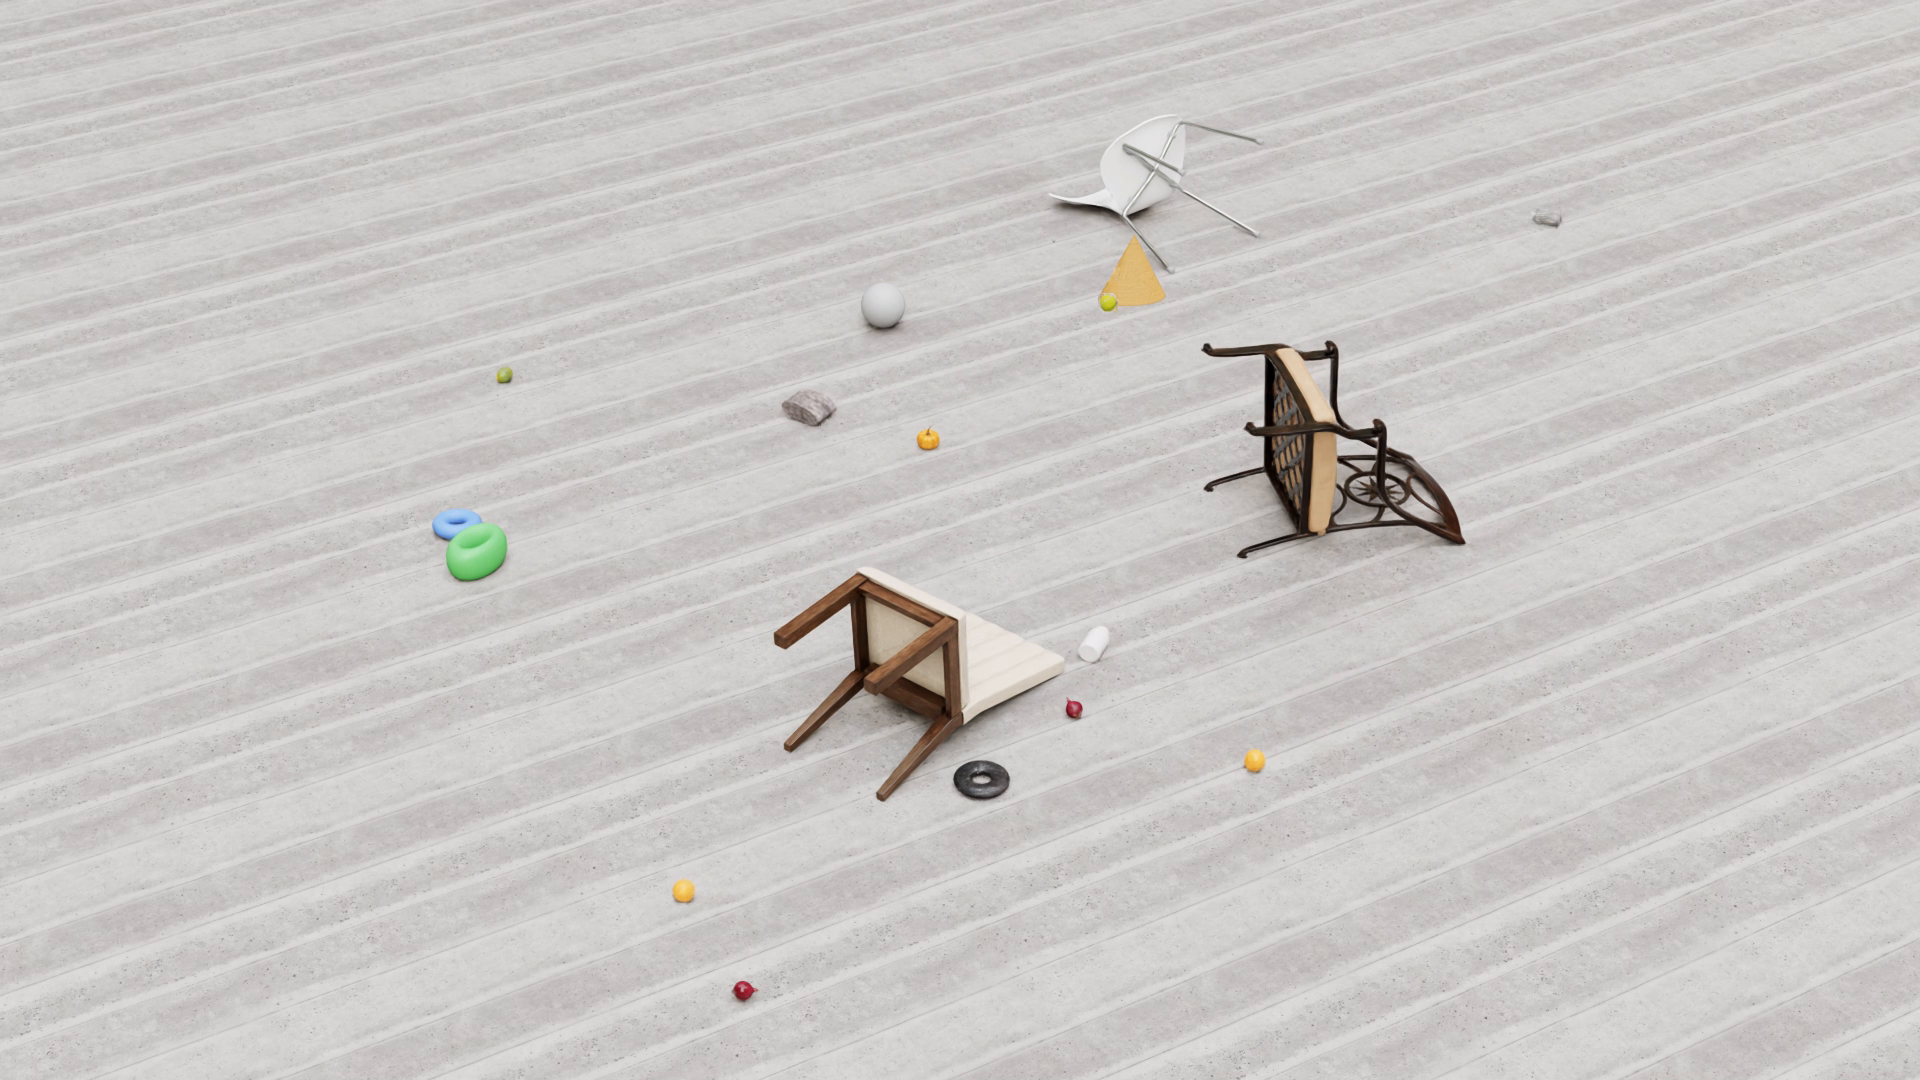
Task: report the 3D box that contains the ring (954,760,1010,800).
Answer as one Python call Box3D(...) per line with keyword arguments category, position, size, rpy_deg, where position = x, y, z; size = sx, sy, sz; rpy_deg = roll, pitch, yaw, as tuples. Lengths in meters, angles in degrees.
Box3D(category="ring", position=(0.072, 0.793, 9.704), size=(0.190, 0.043, 0.187), rpy_deg=(12, 36, 17))

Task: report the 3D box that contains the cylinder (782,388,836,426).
Box3D(category="cylinder", position=(-0.601, -0.530, 11.677), size=(0.182, 0.077, 0.125), rpy_deg=(25, 41, 24))

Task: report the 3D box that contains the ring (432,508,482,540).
Box3D(category="ring", position=(-1.883, -0.059, 10.984), size=(0.188, 0.056, 0.173), rpy_deg=(3, 33, 4))

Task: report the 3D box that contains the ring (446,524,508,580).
Box3D(category="ring", position=(-1.775, 0.042, 10.766), size=(0.191, 0.128, 0.268), rpy_deg=(16, 38, 26))

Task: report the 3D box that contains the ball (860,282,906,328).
Box3D(category="ball", position=(-0.321, -0.982, 12.264), size=(0.189, 0.189, 0.189), rpy_deg=(0, 33, 0))

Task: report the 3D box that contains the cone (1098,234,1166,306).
Box3D(category="cone", position=(0.735, -1.164, 12.435), size=(0.294, 0.303, 0.159), rpy_deg=(-4, 34, -7))
